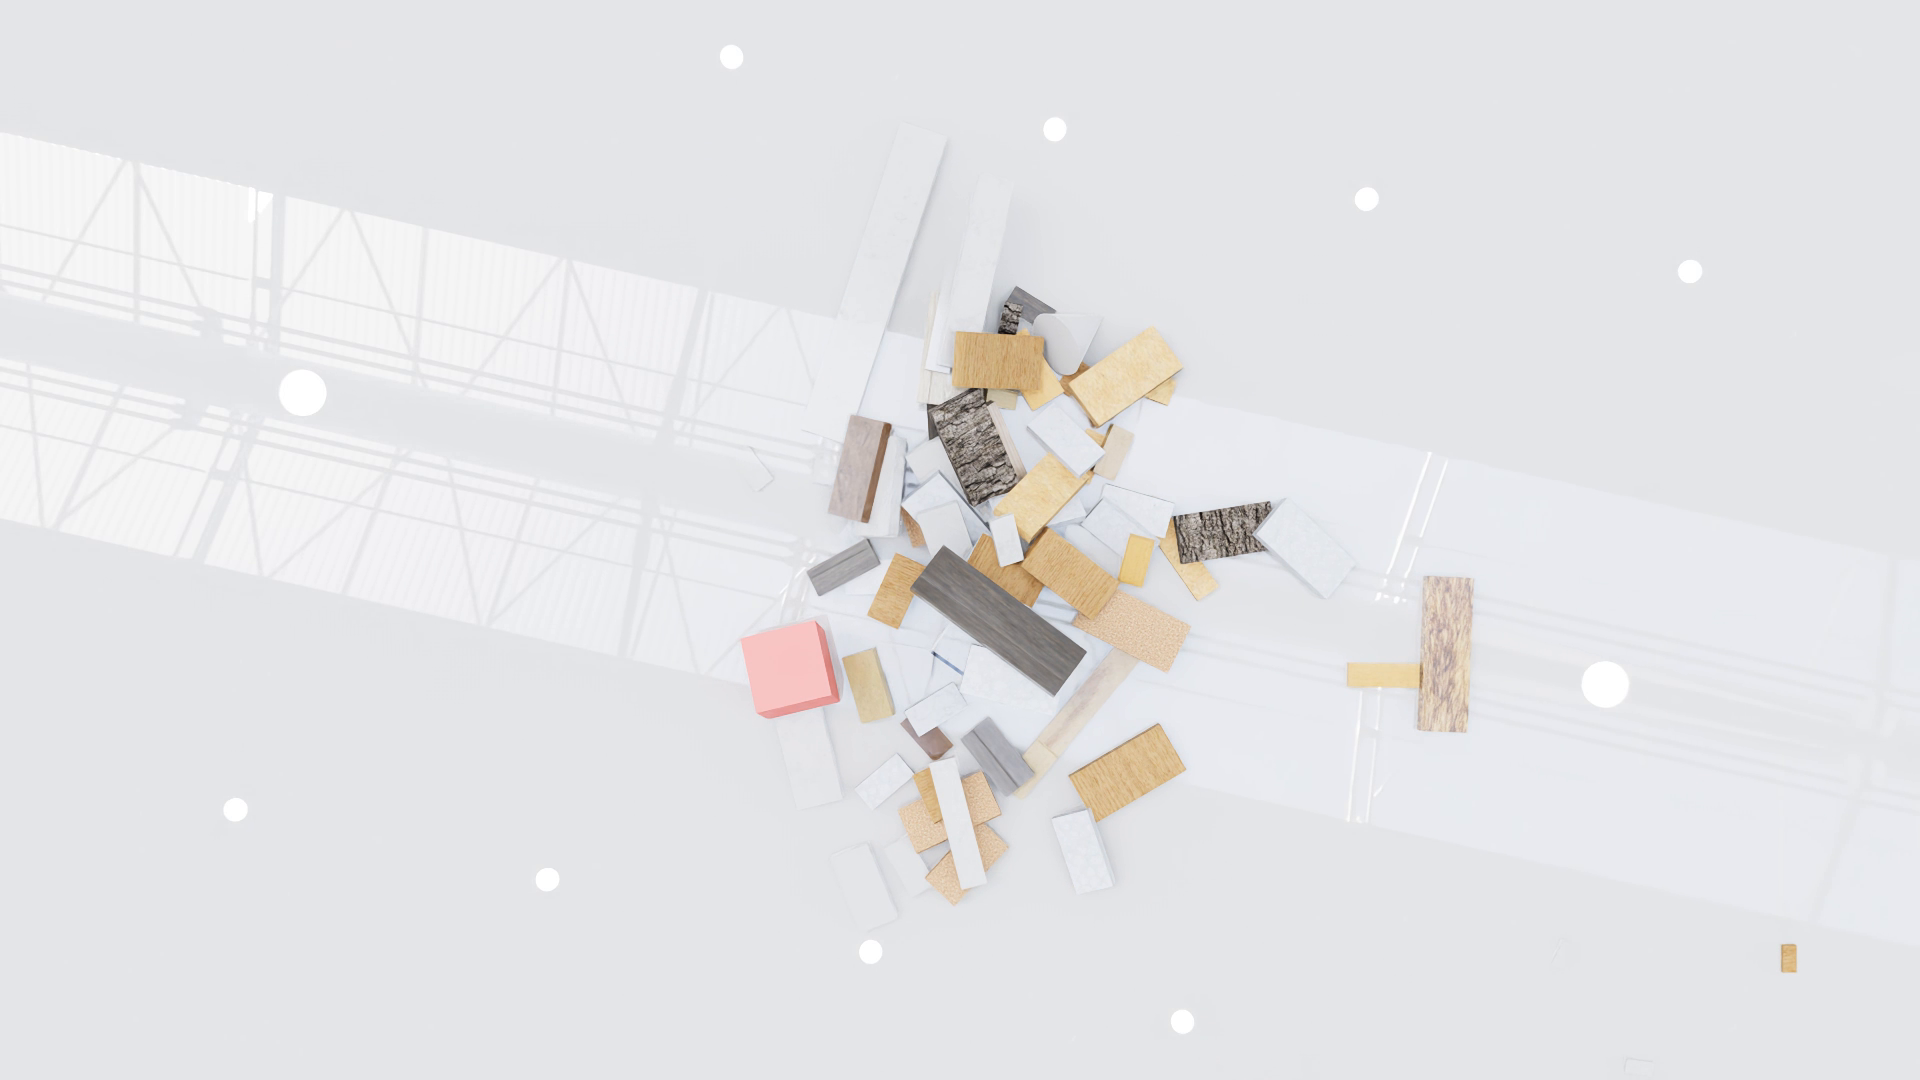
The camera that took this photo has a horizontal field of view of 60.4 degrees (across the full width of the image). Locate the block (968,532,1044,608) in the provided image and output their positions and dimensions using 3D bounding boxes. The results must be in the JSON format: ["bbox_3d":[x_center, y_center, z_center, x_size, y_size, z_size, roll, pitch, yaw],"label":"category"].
[{"bbox_3d":[0.155,0.100,5.373,0.277,0.039,0.139,29,90,-29],"label":"block"}]

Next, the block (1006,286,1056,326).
[{"bbox_3d":[0.233,-0.770,5.489,0.159,0.023,0.080,32,90,0],"label":"block"}]

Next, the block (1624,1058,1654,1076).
[{"bbox_3d":[2.262,1.756,5.493,0.092,0.013,0.046,8,90,0],"label":"block"}]

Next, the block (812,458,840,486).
[{"bbox_3d":[-0.407,-0.220,5.489,0.160,0.023,0.080,9,90,0],"label":"block"}]

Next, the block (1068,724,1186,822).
[{"bbox_3d":[0.555,0.773,5.475,0.349,0.049,0.175,-30,90,0],"label":"block"}]

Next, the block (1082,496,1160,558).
[{"bbox_3d":[0.530,-0.025,5.448,0.238,0.034,0.119,38,119,-4],"label":"block"}]

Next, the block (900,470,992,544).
[{"bbox_3d":[-0.027,-0.056,5.413,0.162,0.046,0.324,-38,105,11],"label":"block"}]

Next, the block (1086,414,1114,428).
[{"bbox_3d":[0.446,-0.462,5.479,0.080,0.023,0.159,-21,94,-6],"label":"block"}]

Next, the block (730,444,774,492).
[{"bbox_3d":[-0.693,-0.239,5.490,0.072,0.020,0.143,-37,90,0],"label":"block"}]

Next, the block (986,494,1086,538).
[{"bbox_3d":[0.250,-0.100,5.411,0.296,0.042,0.148,-15,67,-16],"label":"block"}]

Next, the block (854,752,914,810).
[{"bbox_3d":[-0.251,0.803,5.487,0.185,0.026,0.093,-40,90,0],"label":"block"}]

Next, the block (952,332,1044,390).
[{"bbox_3d":[0.124,-0.576,5.312,0.347,0.049,0.173,-3,101,-42],"label":"block"}]

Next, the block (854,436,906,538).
[{"bbox_3d":[-0.263,-0.174,5.413,0.162,0.046,0.324,0,82,43],"label":"block"}]

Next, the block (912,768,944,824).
[{"bbox_3d":[-0.082,0.838,5.445,0.086,0.024,0.173,-26,74,0],"label":"block"}]

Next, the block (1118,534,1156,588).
[{"bbox_3d":[0.582,0.068,5.444,0.085,0.024,0.171,16,118,7],"label":"block"}]

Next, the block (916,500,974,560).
[{"bbox_3d":[-0.031,0.018,5.394,0.139,0.039,0.277,-18,108,5],"label":"block"}]

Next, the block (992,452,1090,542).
[{"bbox_3d":[0.266,-0.148,5.390,0.155,0.044,0.311,39,64,11],"label":"block"}]

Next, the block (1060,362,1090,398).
[{"bbox_3d":[0.377,-0.541,5.491,0.060,0.017,0.121,38,90,0],"label":"block"}]

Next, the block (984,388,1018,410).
[{"bbox_3d":[0.134,-0.470,5.459,0.121,0.017,0.060,9,90,-34],"label":"block"}]

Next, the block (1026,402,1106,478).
[{"bbox_3d":[0.350,-0.328,5.439,0.122,0.035,0.245,-41,76,-15],"label":"block"}]

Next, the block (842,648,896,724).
[{"bbox_3d":[-0.302,0.484,5.466,0.114,0.032,0.229,-17,90,19],"label":"block"}]

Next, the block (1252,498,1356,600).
[{"bbox_3d":[1.137,0.028,5.447,0.322,0.046,0.161,42,82,-7],"label":"block"}]

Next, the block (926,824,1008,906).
[{"bbox_3d":[0.022,1.069,5.467,0.132,0.037,0.265,44,84,0],"label":"block"}]

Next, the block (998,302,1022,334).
[{"bbox_3d":[0.165,-0.726,5.474,0.060,0.017,0.121,13,106,-2],"label":"block"}]

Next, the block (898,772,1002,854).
[{"bbox_3d":[-0.034,0.902,5.458,0.309,0.044,0.154,-25,74,0],"label":"block"}]

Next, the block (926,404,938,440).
[{"bbox_3d":[-0.014,-0.341,5.433,0.179,0.051,0.358,-3,104,0],"label":"block"}]

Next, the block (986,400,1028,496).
[{"bbox_3d":[0.105,-0.292,5.408,0.148,0.042,0.296,-31,112,-15],"label":"block"}]

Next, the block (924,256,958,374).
[{"bbox_3d":[-0.038,-0.721,5.297,0.080,0.023,0.366,12,91,0],"label":"block"}]

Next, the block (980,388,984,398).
[{"bbox_3d":[-0.014,-0.569,5.430,0.179,0.051,0.358,-1,105,0],"label":"block"}]

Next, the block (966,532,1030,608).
[{"bbox_3d":[0.150,0.101,5.416,0.277,0.039,0.139,32,89,-28],"label":"block"}]

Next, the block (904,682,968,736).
[{"bbox_3d":[-0.080,0.562,5.468,0.192,0.027,0.096,-31,88,-10],"label":"block"}]

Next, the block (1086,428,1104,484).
[{"bbox_3d":[0.427,-0.278,5.488,0.085,0.024,0.169,24,90,0],"label":"block"}]

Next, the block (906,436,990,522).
[{"bbox_3d":[-0.031,-0.179,5.420,0.162,0.046,0.324,-27,107,8],"label":"block"}]

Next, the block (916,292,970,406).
[{"bbox_3d":[-0.029,-0.612,5.338,0.179,0.051,0.358,8,92,0],"label":"block"}]

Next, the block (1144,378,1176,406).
[{"bbox_3d":[0.626,-0.516,5.488,0.169,0.024,0.085,20,90,0],"label":"block"}]

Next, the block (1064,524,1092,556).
[{"bbox_3d":[0.380,0.040,5.488,0.085,0.024,0.169,12,90,0],"label":"block"}]
